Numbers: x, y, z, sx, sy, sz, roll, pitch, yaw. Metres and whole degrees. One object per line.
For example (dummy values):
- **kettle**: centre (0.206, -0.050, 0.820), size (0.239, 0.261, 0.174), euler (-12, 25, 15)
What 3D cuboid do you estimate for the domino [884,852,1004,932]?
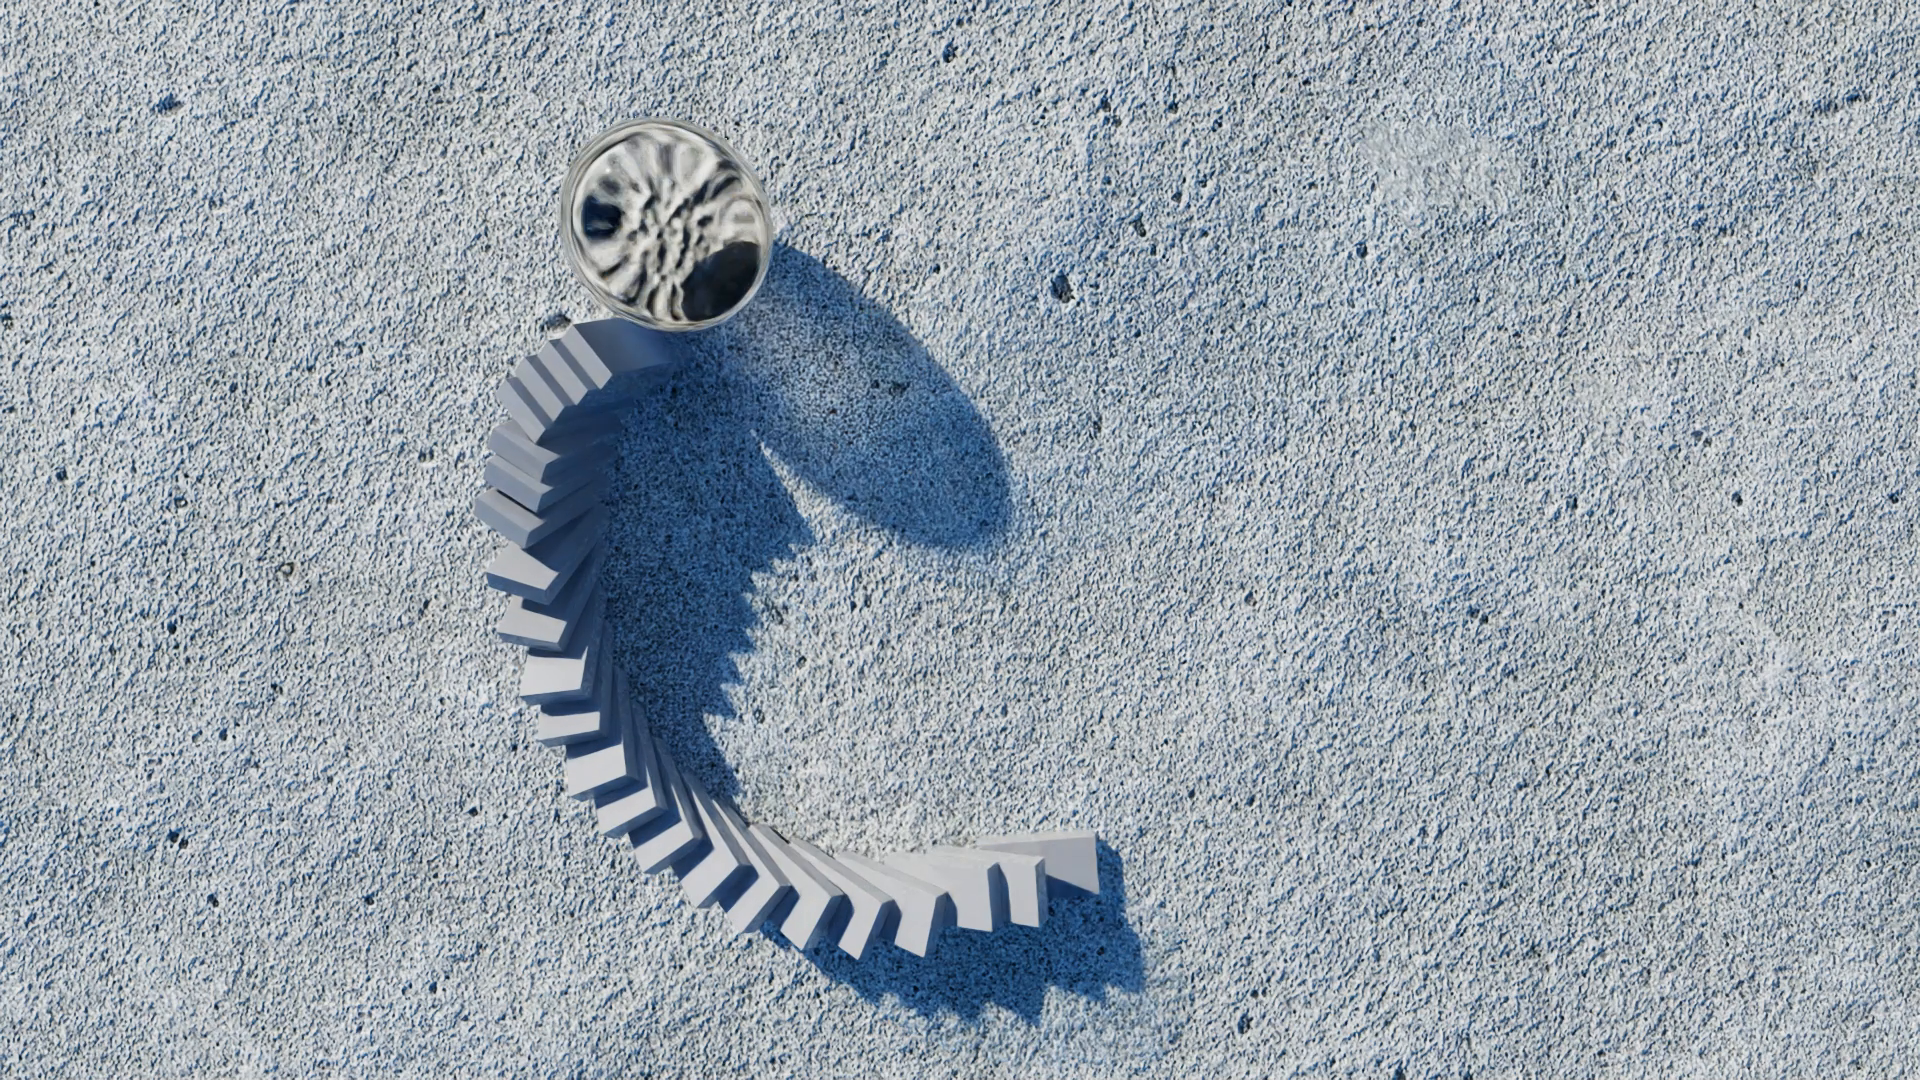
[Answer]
- **domino**: centre (-0.007, 0.146, 0.383), size (0.050, 0.009, 0.025), euler (-5, 90, 29)

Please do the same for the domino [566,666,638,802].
- **domino**: centre (-0.151, 0.080, 0.382), size (0.025, 0.010, 0.050), euler (-22, 58, 3)

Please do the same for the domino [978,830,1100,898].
- **domino**: centre (0.034, 0.141, 0.395), size (0.050, 0.009, 0.025), euler (-4, 90, 0)

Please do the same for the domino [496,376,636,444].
- **domino**: centre (-0.160, -0.058, 0.376), size (0.009, 0.050, 0.025), euler (-39, 90, 31)

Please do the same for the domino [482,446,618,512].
- **domino**: centre (-0.167, -0.031, 0.376), size (0.025, 0.050, 0.010), euler (32, 119, 0)

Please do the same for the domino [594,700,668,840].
- **domino**: centre (-0.141, 0.095, 0.383), size (0.025, 0.010, 0.050), euler (-28, 58, 1)

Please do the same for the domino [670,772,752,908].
- **domino**: centre (-0.111, 0.125, 0.383), size (0.025, 0.009, 0.050), euler (-46, 60, 1)

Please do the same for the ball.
- **ball**: centre (-0.114, -0.122, 0.360), size (0.080, 0.080, 0.080), euler (0, 90, 0)

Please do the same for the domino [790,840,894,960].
- **domino**: centre (-0.055, 0.150, 0.384), size (0.050, 0.009, 0.025), euler (23, 90, 27)

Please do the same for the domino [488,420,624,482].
- **domino**: centre (-0.164, -0.043, 0.376), size (0.025, 0.050, 0.010), euler (34, 119, 0)

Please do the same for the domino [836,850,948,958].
- **domino**: centre (-0.031, 0.152, 0.384), size (0.050, 0.010, 0.025), euler (12, 90, 28)

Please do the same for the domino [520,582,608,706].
- **domino**: centre (-0.164, 0.043, 0.381), size (0.025, 0.010, 0.050), euler (-7, 55, 2)

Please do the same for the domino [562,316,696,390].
- **domino**: centre (-0.135, -0.079, 0.376), size (0.010, 0.050, 0.025), euler (-39, 90, 31)

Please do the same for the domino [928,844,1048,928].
- **domino**: centre (0.011, 0.144, 0.384), size (0.050, 0.009, 0.025), euler (-4, 90, 29)

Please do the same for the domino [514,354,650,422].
- **domino**: centre (-0.153, -0.066, 0.376), size (0.010, 0.050, 0.025), euler (-39, 90, 31)

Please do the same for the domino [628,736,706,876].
- **domino**: centre (-0.128, 0.110, 0.384), size (0.025, 0.009, 0.050), euler (-35, 60, 0)

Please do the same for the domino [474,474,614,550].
- **domino**: centre (-0.170, -0.018, 0.376), size (0.025, 0.050, 0.010), euler (33, 124, 2)

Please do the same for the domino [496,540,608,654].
- **domino**: centre (-0.169, 0.021, 0.382), size (0.025, 0.009, 0.050), euler (11, 57, 0)

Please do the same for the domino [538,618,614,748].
- **domino**: centre (-0.160, 0.059, 0.383), size (0.025, 0.010, 0.050), euler (-10, 59, 0)

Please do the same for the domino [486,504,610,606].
- **domino**: centre (-0.169, 0.003, 0.379), size (0.025, 0.050, 0.009), euler (17, 135, 1)

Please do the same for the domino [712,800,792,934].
- **domino**: centre (-0.095, 0.136, 0.384), size (0.050, 0.009, 0.025), euler (40, 90, 30)

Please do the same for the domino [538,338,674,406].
- **domino**: centre (-0.144, -0.072, 0.376), size (0.010, 0.050, 0.025), euler (-39, 90, 31)

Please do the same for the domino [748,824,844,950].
- **domino**: centre (-0.074, 0.144, 0.383), size (0.050, 0.010, 0.025), euler (29, 91, 30)
